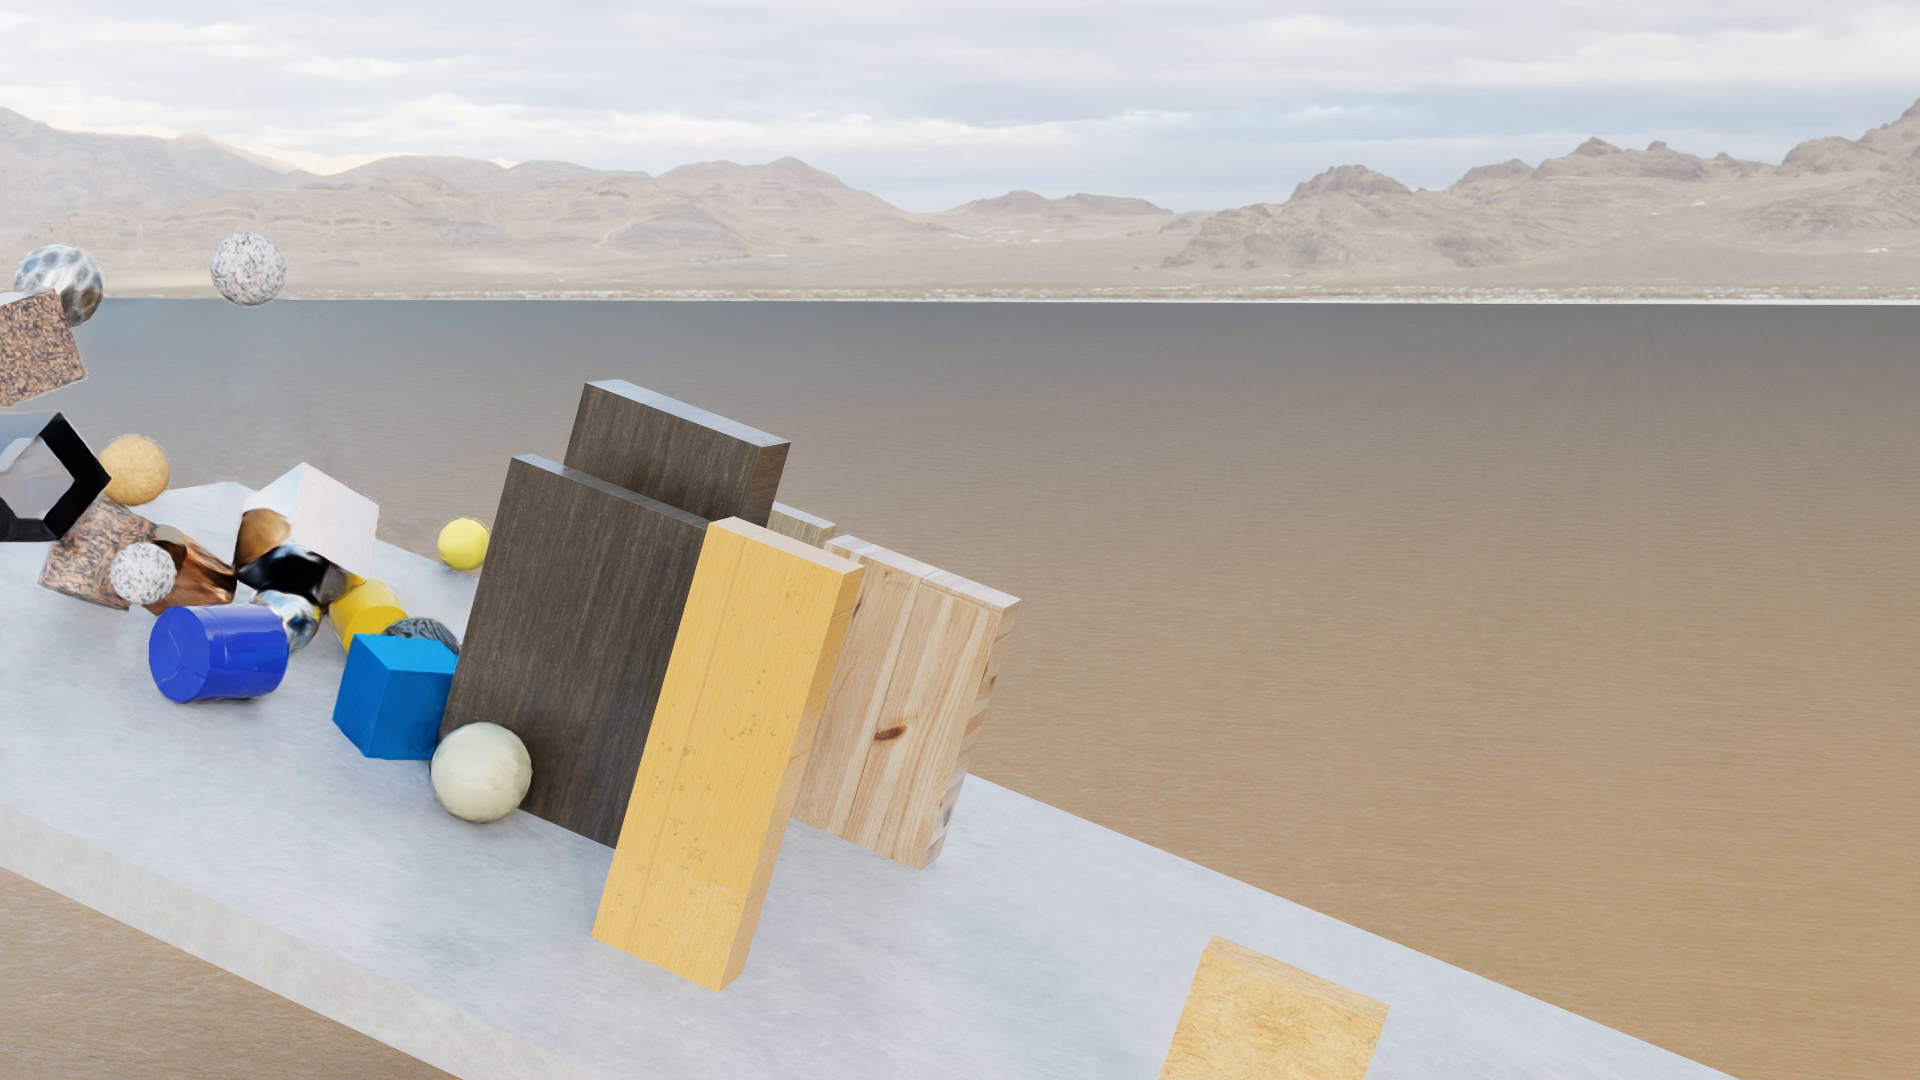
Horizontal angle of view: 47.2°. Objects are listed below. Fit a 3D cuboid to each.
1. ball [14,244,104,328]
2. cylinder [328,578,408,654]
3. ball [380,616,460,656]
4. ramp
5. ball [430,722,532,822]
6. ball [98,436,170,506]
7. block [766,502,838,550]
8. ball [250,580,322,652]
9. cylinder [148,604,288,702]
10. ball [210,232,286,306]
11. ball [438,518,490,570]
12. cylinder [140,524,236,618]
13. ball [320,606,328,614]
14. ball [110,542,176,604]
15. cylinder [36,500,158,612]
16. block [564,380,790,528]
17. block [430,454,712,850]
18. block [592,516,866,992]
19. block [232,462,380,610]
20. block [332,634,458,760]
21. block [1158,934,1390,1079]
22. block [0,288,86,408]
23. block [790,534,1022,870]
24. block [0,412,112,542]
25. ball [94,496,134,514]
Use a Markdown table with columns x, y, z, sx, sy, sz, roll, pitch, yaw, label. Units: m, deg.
| x | y | z | sx | sy | sz | roll | pitch | yaw | label |
| --- | --- | --- | --- | --- | --- | --- | --- | --- | --- |
| -1.977 | -0.556 | 4.825 | 0.183 | 0.183 | 0.183 | 0 | 7 | 0 | ball |
| -1.248 | 0.174 | 4.657 | 0.146 | 0.146 | 0.146 | -4 | 24 | -28 | cylinder |
| -1.097 | 0.244 | 4.442 | 0.181 | 0.181 | 0.181 | 0 | 7 | 0 | ball |
| -0.359 | 0.681 | 4.227 | 4.000 | 0.100 | 2.000 | 20 | 12 | 14 | ramp |
| -0.870 | 0.422 | 3.997 | 0.181 | 0.181 | 0.181 | 0 | 7 | 0 | ball |
| -1.766 | -0.147 | 4.698 | 0.149 | 0.149 | 0.149 | 0 | 7 | 0 | ball |
| -0.510 | 0.158 | 4.890 | 0.334 | 0.521 | 0.084 | 20 | 12 | 14 | block |
| -1.395 | 0.159 | 4.537 | 0.148 | 0.148 | 0.148 | 0 | 7 | 0 | ball |
| -1.410 | 0.213 | 4.185 | 0.180 | 0.180 | 0.180 | 5 | 3 | 34 | cylinder |
| -1.558 | -0.593 | 4.815 | 0.160 | 0.160 | 0.160 | 0 | 7 | 0 | ball |
| -1.237 | 0.012 | 5.489 | 0.130 | 0.130 | 0.130 | 0 | 7 | 0 | ball |
| -1.581 | 0.079 | 4.439 | 0.165 | 0.165 | 0.165 | 3 | -25 | 22 | cylinder |
| -1.411 | 0.088 | 4.826 | 0.154 | 0.154 | 0.154 | 0 | 7 | 0 | ball |
| -1.535 | 0.063 | 4.133 | 0.118 | 0.118 | 0.118 | 0 | 7 | 0 | ball |
| -1.677 | 0.028 | 4.278 | 0.176 | 0.176 | 0.176 | 15 | -12 | 3 | cylinder |
| -0.637 | 0.109 | 4.342 | 0.384 | 0.762 | 0.149 | 20 | 12 | 14 | block |
| -0.702 | 0.212 | 4.092 | 0.445 | 0.631 | 0.081 | 20 | 12 | 14 | block |
| -0.386 | 0.353 | 3.627 | 0.242 | 0.740 | 0.101 | 20 | 12 | 14 | block |
| -1.376 | 0.001 | 4.623 | 0.199 | 0.199 | 0.199 | -27 | -43 | 29 | block |
| -1.073 | 0.305 | 4.245 | 0.181 | 0.181 | 0.181 | 7 | 15 | -40 | block |
| 0.415 | 0.844 | 3.192 | 0.269 | 0.464 | 0.087 | 20 | 12 | 14 | block |
| -1.983 | -0.397 | 4.565 | 0.194 | 0.194 | 0.194 | 1 | 22 | 36 | block |
| -0.156 | 0.328 | 4.491 | 0.393 | 0.571 | 0.128 | 20 | 12 | 14 | block |
| -1.765 | -0.118 | 4.162 | 0.172 | 0.172 | 0.172 | -2 | 43 | 28 | block |
| -1.839 | -0.018 | 4.710 | 0.150 | 0.150 | 0.150 | 0 | 7 | 0 | ball |
